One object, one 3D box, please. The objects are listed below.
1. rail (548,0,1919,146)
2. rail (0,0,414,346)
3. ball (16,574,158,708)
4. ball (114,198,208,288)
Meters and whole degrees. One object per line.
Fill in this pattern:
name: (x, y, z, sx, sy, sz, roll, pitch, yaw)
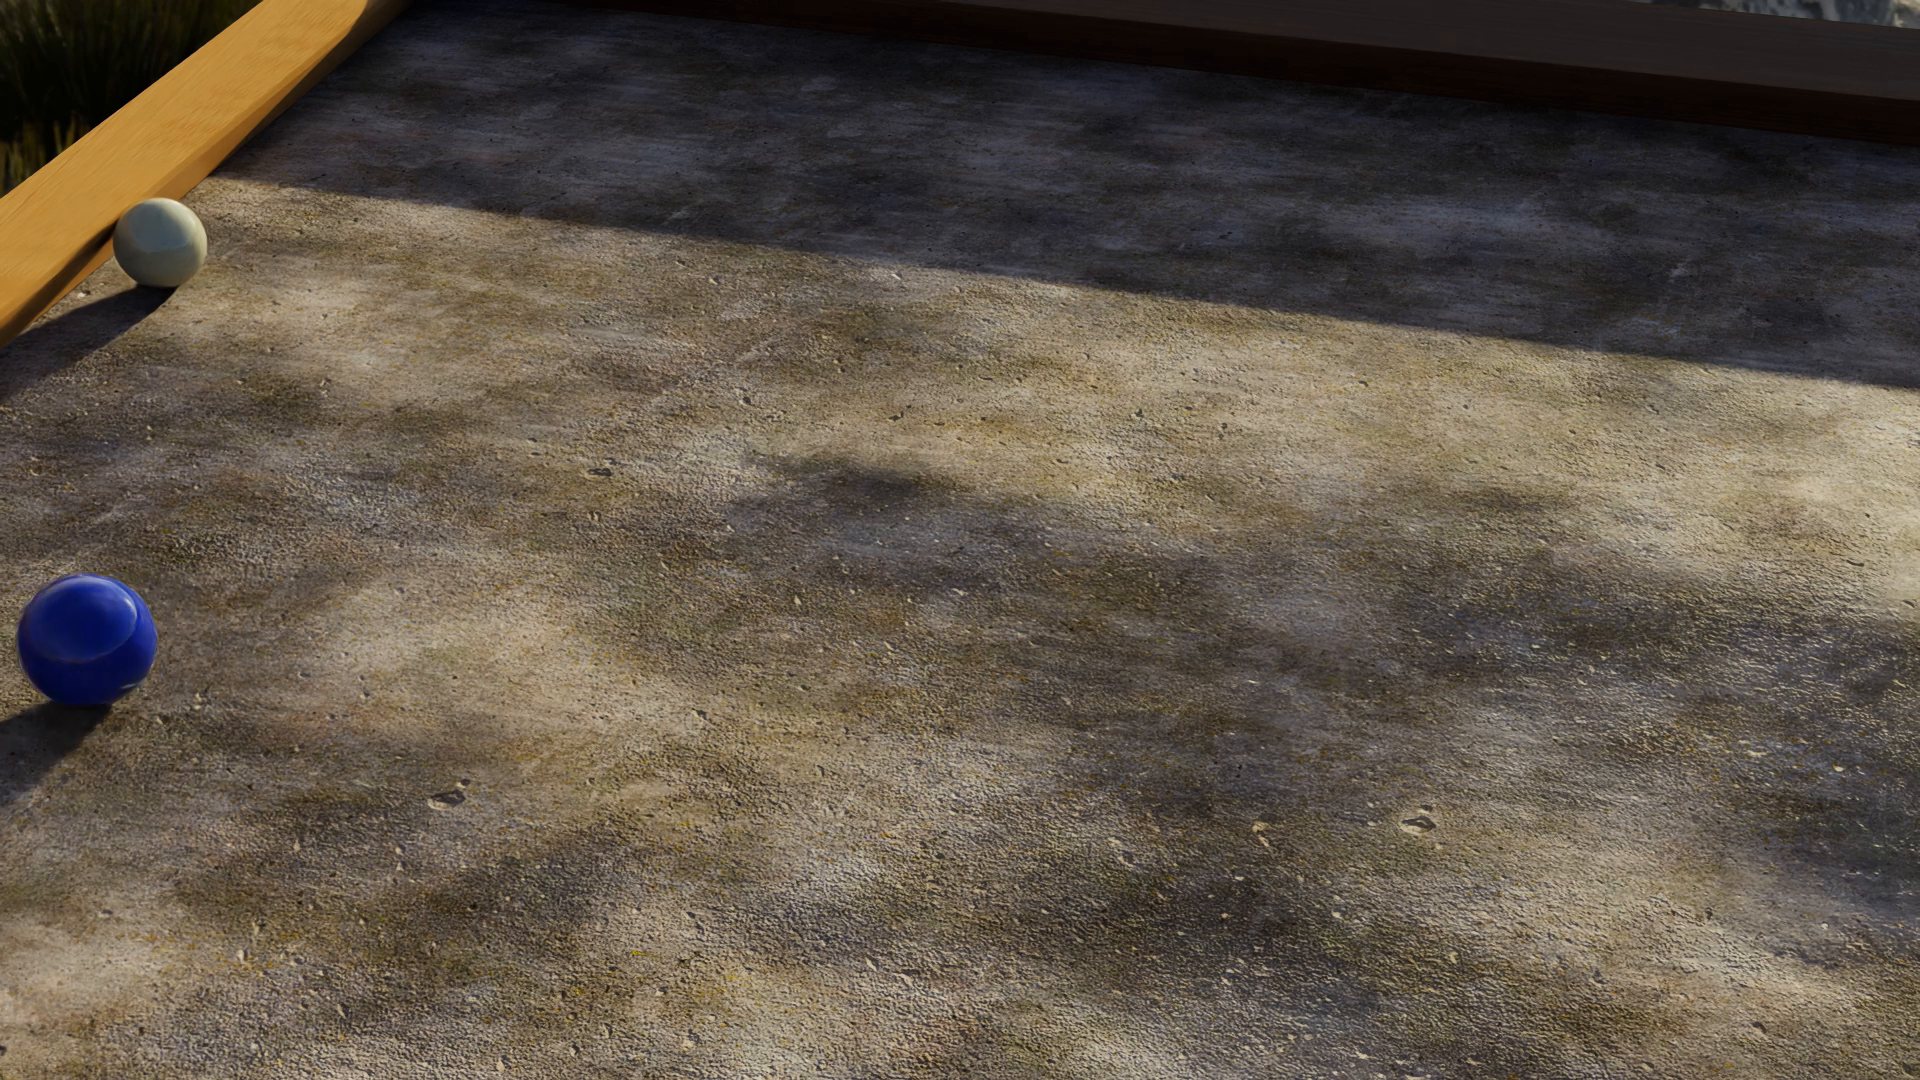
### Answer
rail: (1.191, -0.432, 2.624, 3.811, 0.128, 0.045, 8, 34, 13)
rail: (-0.897, -0.150, 2.197, 0.045, 0.128, 2.128, 8, 34, 13)
ball: (-0.642, 0.074, 1.887, 0.098, 0.098, 0.098, 0, 33, 0)
ball: (-0.759, -0.282, 2.437, 0.086, 0.086, 0.086, 0, 33, 0)
